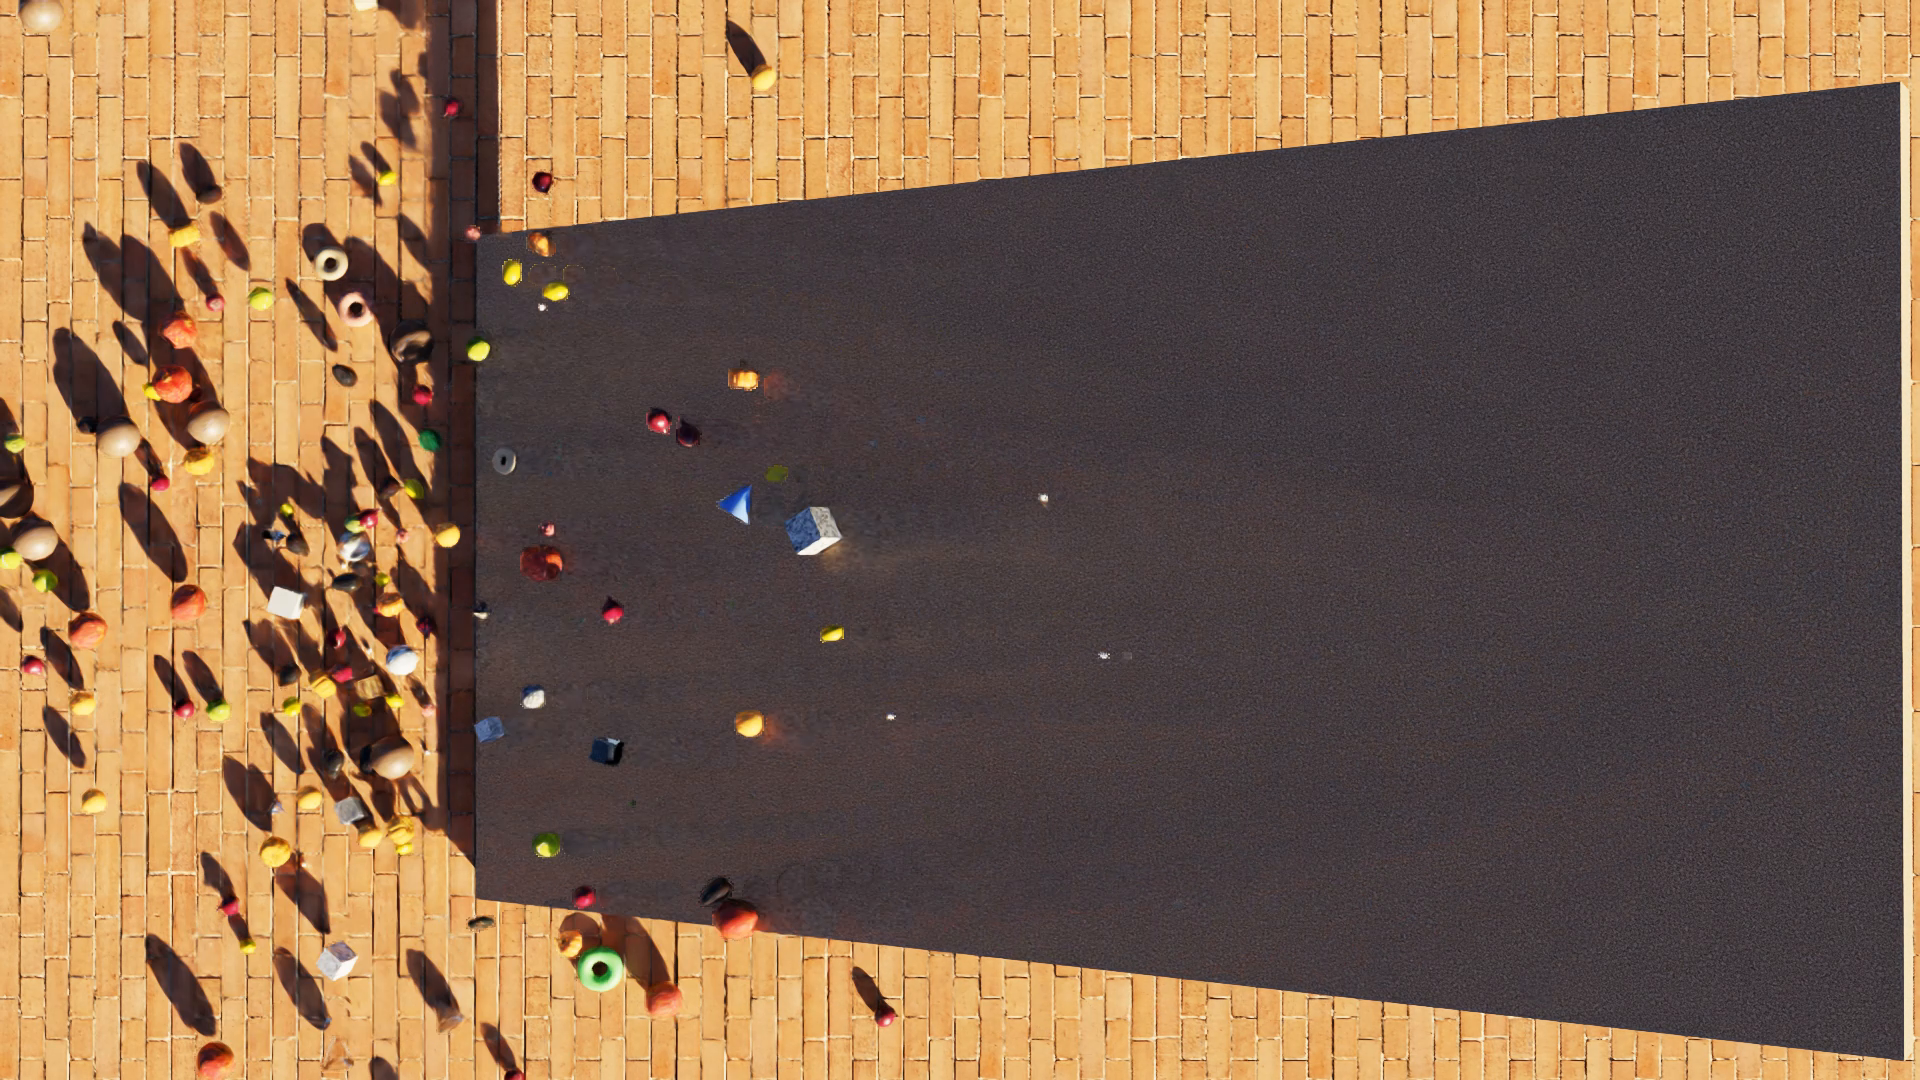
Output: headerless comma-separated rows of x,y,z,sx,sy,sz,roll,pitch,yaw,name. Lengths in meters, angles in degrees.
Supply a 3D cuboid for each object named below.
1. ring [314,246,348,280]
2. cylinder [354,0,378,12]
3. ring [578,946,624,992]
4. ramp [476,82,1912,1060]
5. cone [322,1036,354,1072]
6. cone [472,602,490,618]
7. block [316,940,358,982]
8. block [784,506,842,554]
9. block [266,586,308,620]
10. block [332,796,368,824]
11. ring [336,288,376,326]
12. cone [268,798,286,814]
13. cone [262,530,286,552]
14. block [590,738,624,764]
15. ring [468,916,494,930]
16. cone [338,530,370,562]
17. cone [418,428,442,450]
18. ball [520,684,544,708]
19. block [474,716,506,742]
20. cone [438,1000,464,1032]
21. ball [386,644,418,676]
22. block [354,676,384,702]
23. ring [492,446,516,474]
-1.918,-0.844,6.700,0.107,0.036,0.107,0,91,0,ring
-1.811,-1.645,6.690,0.060,0.060,0.060,-17,90,-3,cylinder
-1.093,1.301,6.676,0.140,0.047,0.140,0,91,0,ring
0.260,0.071,5.600,4.000,0.100,2.000,0,89,32,ramp
-1.880,1.539,6.636,0.096,0.096,0.096,-15,59,0,cone
-1.446,0.214,6.585,0.050,0.050,0.050,3,95,32,cone
-1.874,1.266,6.618,0.074,0.074,0.074,39,112,15,block
-0.394,-0.025,5.900,0.093,0.093,0.093,-32,73,28,block
-2.042,0.190,6.669,0.080,0.080,0.080,19,90,0,block
-1.848,0.819,6.666,0.066,0.066,0.066,-26,83,0,block
-1.840,-0.708,6.697,0.118,0.039,0.118,0,91,0,ring
-2.069,0.820,6.685,0.052,0.052,0.052,30,90,-16,cone
-2.088,0.012,6.682,0.067,0.067,0.067,13,117,0,cone
-1.012,0.605,6.303,0.061,0.061,0.061,15,98,31,block
-1.429,1.142,6.558,0.076,0.076,0.025,-13,68,0,ring
-1.850,0.017,6.661,0.097,0.097,0.097,0,89,0,cone
-1.598,-0.312,6.660,0.070,0.070,0.070,6,76,-22,cone
-1.254,0.459,6.452,0.068,0.068,0.068,0,89,0,ball
-1.401,0.565,6.553,0.055,0.055,0.055,-31,74,28,block
-1.564,1.431,6.677,0.090,0.090,0.090,-37,63,0,cone
-1.690,0.362,6.650,0.095,0.095,0.095,0,89,0,ball
-1.793,0.451,6.675,0.062,0.062,0.062,-20,90,0,block
-1.356,-0.238,6.547,0.084,0.028,0.084,-1,89,31,ring
